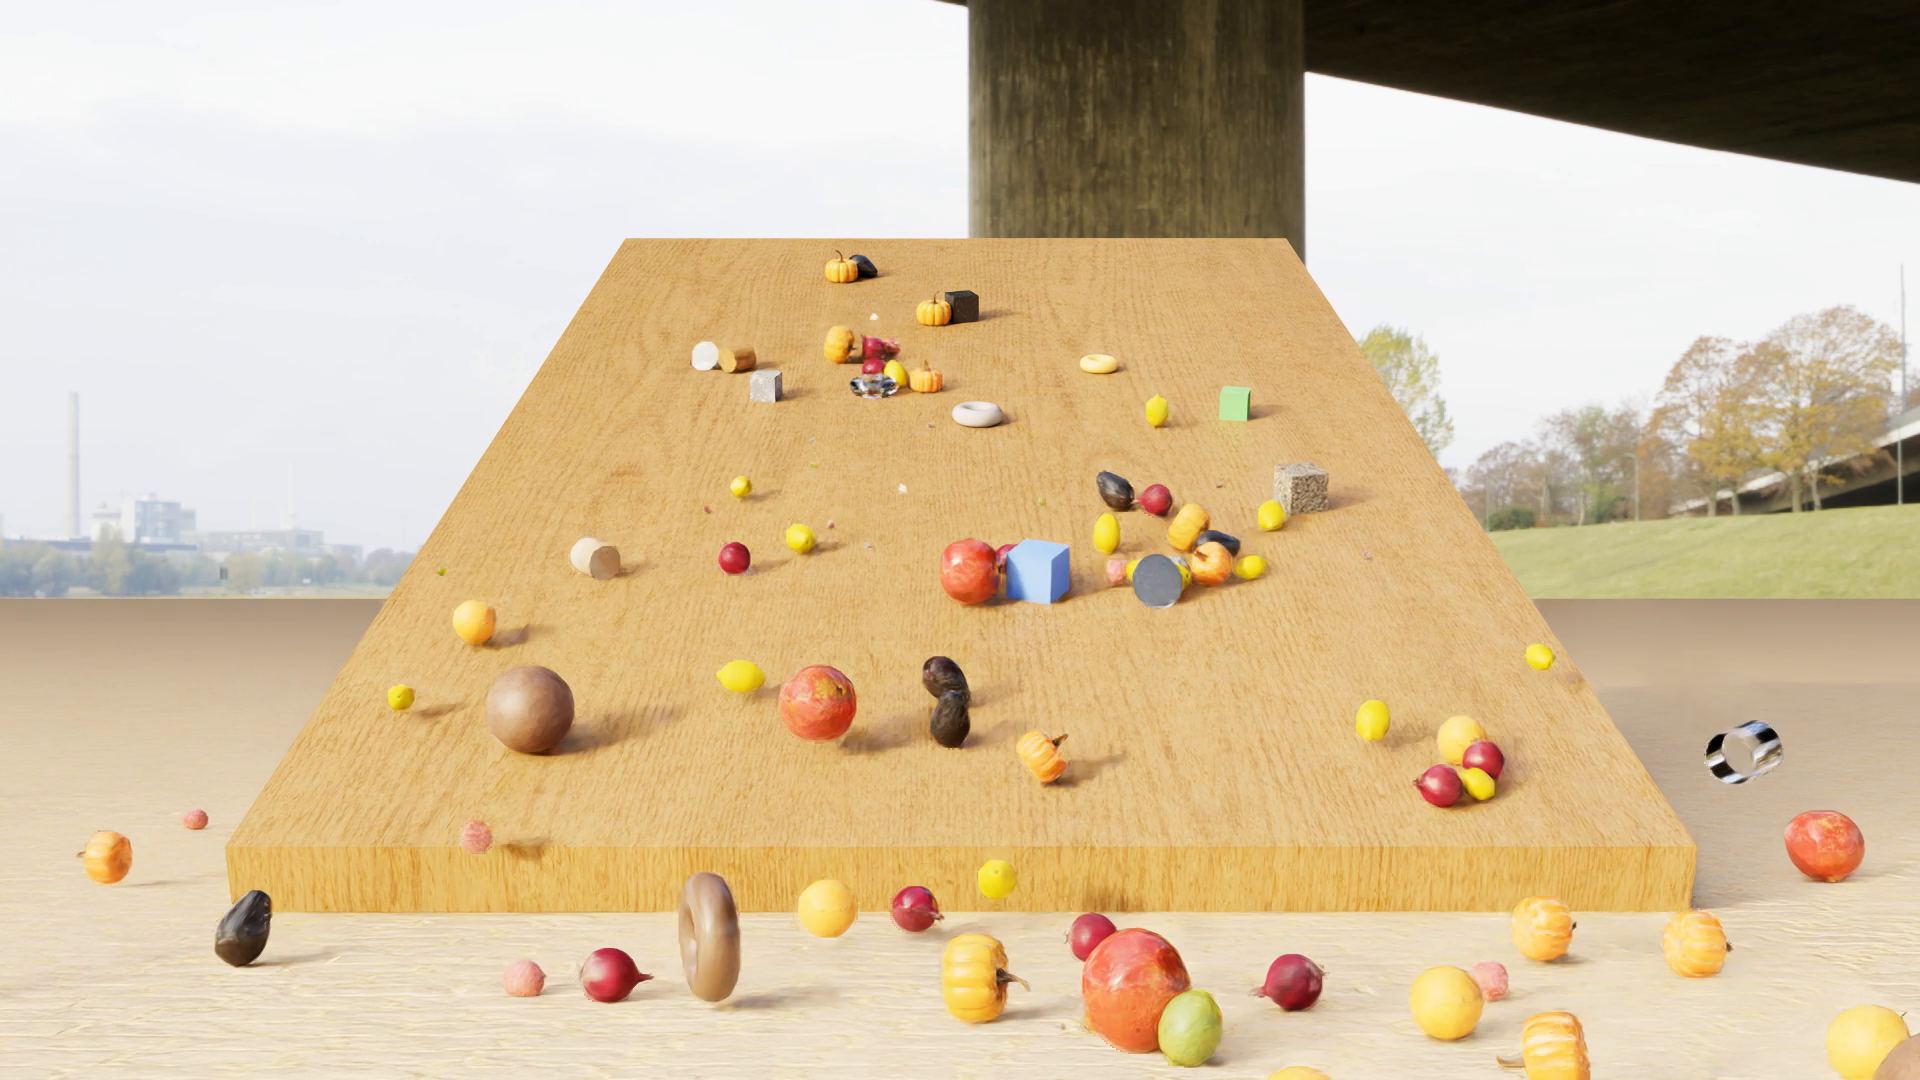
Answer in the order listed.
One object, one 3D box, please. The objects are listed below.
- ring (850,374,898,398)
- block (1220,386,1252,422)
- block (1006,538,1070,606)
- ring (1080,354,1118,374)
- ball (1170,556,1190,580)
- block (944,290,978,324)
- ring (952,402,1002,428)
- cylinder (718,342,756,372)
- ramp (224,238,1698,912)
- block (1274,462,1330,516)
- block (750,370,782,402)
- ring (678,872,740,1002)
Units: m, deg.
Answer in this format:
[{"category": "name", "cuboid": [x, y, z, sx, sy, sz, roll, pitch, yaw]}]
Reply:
[{"category": "ring", "cuboid": [-0.199, -0.354, 5.194, 0.111, 0.037, 0.111, 1, 21, 0]}, {"category": "block", "cuboid": [0.611, -0.303, 5.017, 0.061, 0.061, 0.061, 5, 20, 13]}, {"category": "block", "cuboid": [0.137, 0.055, 3.964, 0.084, 0.084, 0.084, 9, 21, 24]}, {"category": "ring", "cuboid": [0.333, -0.420, 5.395, 0.092, 0.031, 0.092, 1, 19, 0]}, {"category": "ball", "cuboid": [0.385, 0.052, 4.025, 0.050, 0.050, 0.050, 0, -1, 0]}, {"category": "block", "cuboid": [0.004, -0.605, 5.857, 0.069, 0.069, 0.069, -7, 21, -19]}, {"category": "ring", "cuboid": [0.039, -0.277, 4.978, 0.112, 0.037, 0.112, 1, 19, 0]}, {"category": "cylinder", "cuboid": [-0.531, -0.435, 5.383, 0.062, 0.062, 0.062, -19, 12, -42]}, {"category": "ramp", "cuboid": [-0.005, -0.202, 4.969, 2.000, 0.100, 4.000, 0, 19, 0]}, {"category": "block", "cuboid": [0.667, -0.101, 4.416, 0.079, 0.079, 0.079, -6, 20, -16]}, {"category": "block", "cuboid": [-0.442, -0.352, 5.153, 0.058, 0.058, 0.058, 5, 20, 13]}, {"category": "ring", "cuboid": [-0.264, 0.417, 2.376, 0.046, 0.137, 0.137, -3, 0, -19]}]
